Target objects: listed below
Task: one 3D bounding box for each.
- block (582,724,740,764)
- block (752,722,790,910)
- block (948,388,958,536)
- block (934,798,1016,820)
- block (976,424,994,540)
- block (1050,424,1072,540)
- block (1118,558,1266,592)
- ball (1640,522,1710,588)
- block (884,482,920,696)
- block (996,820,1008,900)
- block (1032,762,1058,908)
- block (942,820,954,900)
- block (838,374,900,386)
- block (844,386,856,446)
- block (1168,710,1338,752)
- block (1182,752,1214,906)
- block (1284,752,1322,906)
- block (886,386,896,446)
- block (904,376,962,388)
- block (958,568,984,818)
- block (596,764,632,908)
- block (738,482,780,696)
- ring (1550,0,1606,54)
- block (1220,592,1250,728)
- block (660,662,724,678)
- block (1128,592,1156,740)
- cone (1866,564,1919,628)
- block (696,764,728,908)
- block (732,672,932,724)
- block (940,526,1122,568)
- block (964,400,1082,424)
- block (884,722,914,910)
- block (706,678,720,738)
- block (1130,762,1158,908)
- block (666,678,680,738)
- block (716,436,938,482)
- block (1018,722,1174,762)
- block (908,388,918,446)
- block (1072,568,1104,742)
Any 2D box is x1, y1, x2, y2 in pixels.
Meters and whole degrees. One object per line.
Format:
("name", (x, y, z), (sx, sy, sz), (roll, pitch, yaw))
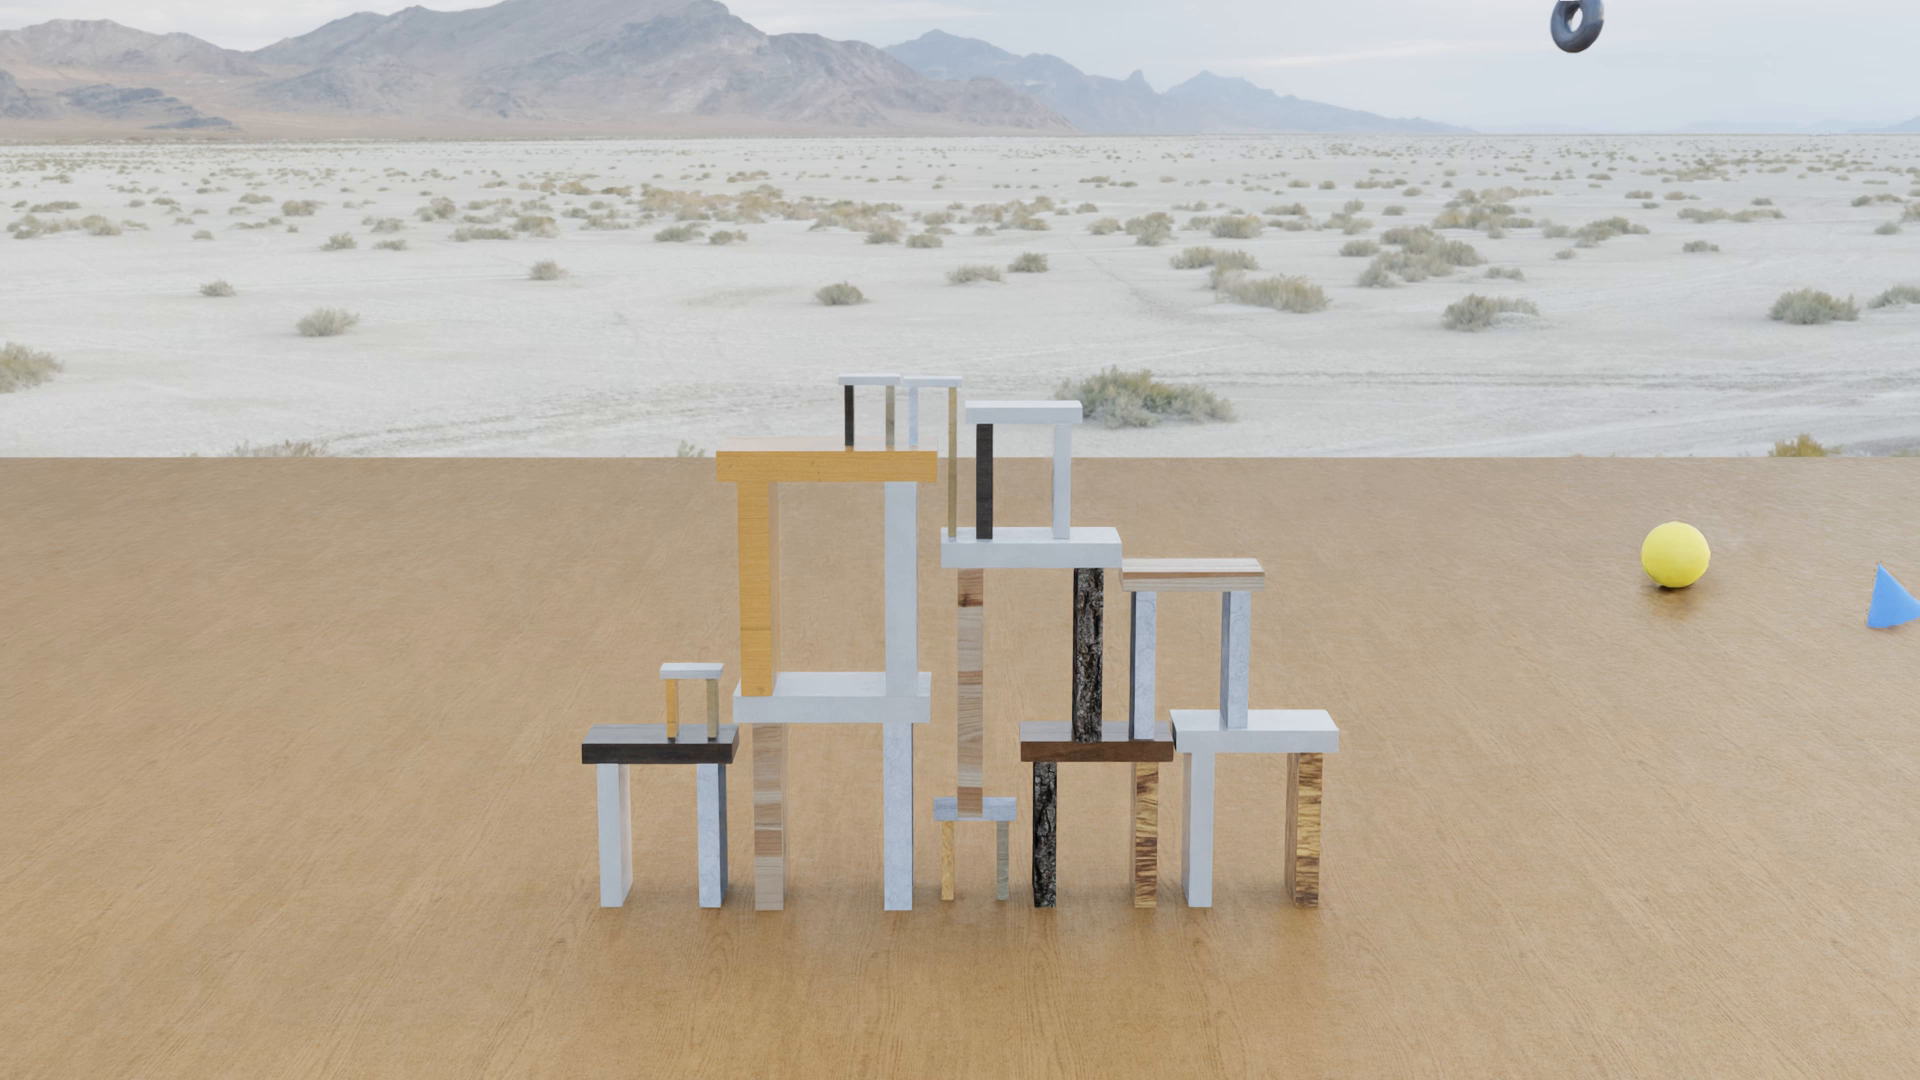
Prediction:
("block", (-0.491, 0.335, 3.618), (0.243, 0.034, 0.122), (0, 11, 0))
("block", (-0.311, 0.435, 3.639), (0.045, 0.316, 0.158), (0, 11, 0))
("block", (-0.012, -0.128, 3.536), (0.013, 0.242, 0.047), (0, 11, 0))
("block", (0.025, 0.446, 3.644), (0.137, 0.019, 0.068), (0, 11, 0))
("block", (0.039, -0.101, 3.544), (0.026, 0.185, 0.093), (0, 11, -1))
("block", (0.163, -0.101, 3.545), (0.026, 0.185, 0.093), (0, 11, 0))
("block", (0.374, 0.056, 3.574), (0.227, 0.032, 0.113), (0, 11, 0))
("ball", (1.992, 0.041, 6.126), (0.182, 0.182, 0.182), (0, 11, 0))
("block", (-0.094, 0.064, 3.576), (0.049, 0.347, 0.174), (0, 11, 0))
("block", (0.071, 0.522, 3.660), (0.019, 0.137, 0.068), (0, 11, 0))
("block", (0.140, 0.470, 3.642), (0.035, 0.247, 0.123), (0, 11, 0))
("block", (-0.020, 0.522, 3.660), (0.019, 0.137, 0.068), (0, 11, 0))
("block", (-0.144, -0.257, 3.509), (0.097, 0.014, 0.049), (0, 11, 0))
("block", (-0.176, -0.202, 3.520), (0.014, 0.097, 0.049), (0, 11, 0))
("block", (0.481, 0.314, 3.619), (0.262, 0.037, 0.131), (0, 11, 0))
("block", (0.394, 0.461, 3.646), (0.037, 0.262, 0.131), (0, 11, 0))
("block", (0.568, 0.461, 3.646), (0.037, 0.262, 0.131), (0, 11, 0))
("block", (-0.112, -0.202, 3.520), (0.014, 0.097, 0.049), (0, 11, 0))
("block", (-0.043, -0.254, 3.514), (0.094, 0.013, 0.047), (0, 11, 1))
("block", (0.016, 0.235, 3.598), (0.041, 0.412, 0.144), (0, 11, 0))
("block", (-0.572, 0.471, 3.643), (0.034, 0.243, 0.122), (0, 11, 0))
("block", (-0.326, 0.064, 3.576), (0.049, 0.347, 0.174), (0, 11, 0))
("ring", (1.826, -1.539, 6.505), (0.066, 0.197, 0.197), (3, 8, -29))
("block", (0.450, 0.184, 3.598), (0.032, 0.227, 0.113), (0, 11, 0))
("block", (-0.438, 0.214, 3.596), (0.099, 0.014, 0.050), (0, 11, 0))
("block", (0.299, 0.192, 3.599), (0.032, 0.244, 0.113), (0, 11, 0))
("cone", (2.374, 0.129, 5.628), (0.147, 0.147, 0.147), (-20, 5, 2))
("block", (-0.410, 0.471, 3.643), (0.034, 0.243, 0.122), (0, 11, 0))
("block", (-0.206, 0.257, 3.607), (0.316, 0.045, 0.158), (0, 11, 0))
("block", (0.113, 0.012, 3.557), (0.287, 0.041, 0.144), (0, 11, 0))
("block", (0.101, -0.205, 3.526), (0.185, 0.026, 0.093), (0, 11, -1))
("block", (-0.101, 0.435, 3.639), (0.045, 0.316, 0.158), (0, 11, 0))
("block", (-0.405, 0.269, 3.606), (0.014, 0.099, 0.050), (0, 11, 0))
("block", (0.304, 0.470, 3.642), (0.035, 0.247, 0.123), (0, 11, 0))
("block", (-0.471, 0.269, 3.606), (0.014, 0.099, 0.050), (0, 11, 0))
("block", (-0.210, -0.131, 3.540), (0.347, 0.049, 0.174), (0, 11, 0))
("block", (0.222, 0.331, 3.617), (0.247, 0.035, 0.123), (0, 11, 0))
("block", (-0.075, -0.201, 3.526), (0.013, 0.094, 0.047), (0, 10, 0))
("block", (0.208, 0.173, 3.588), (0.041, 0.287, 0.144), (0, 11, 0))
